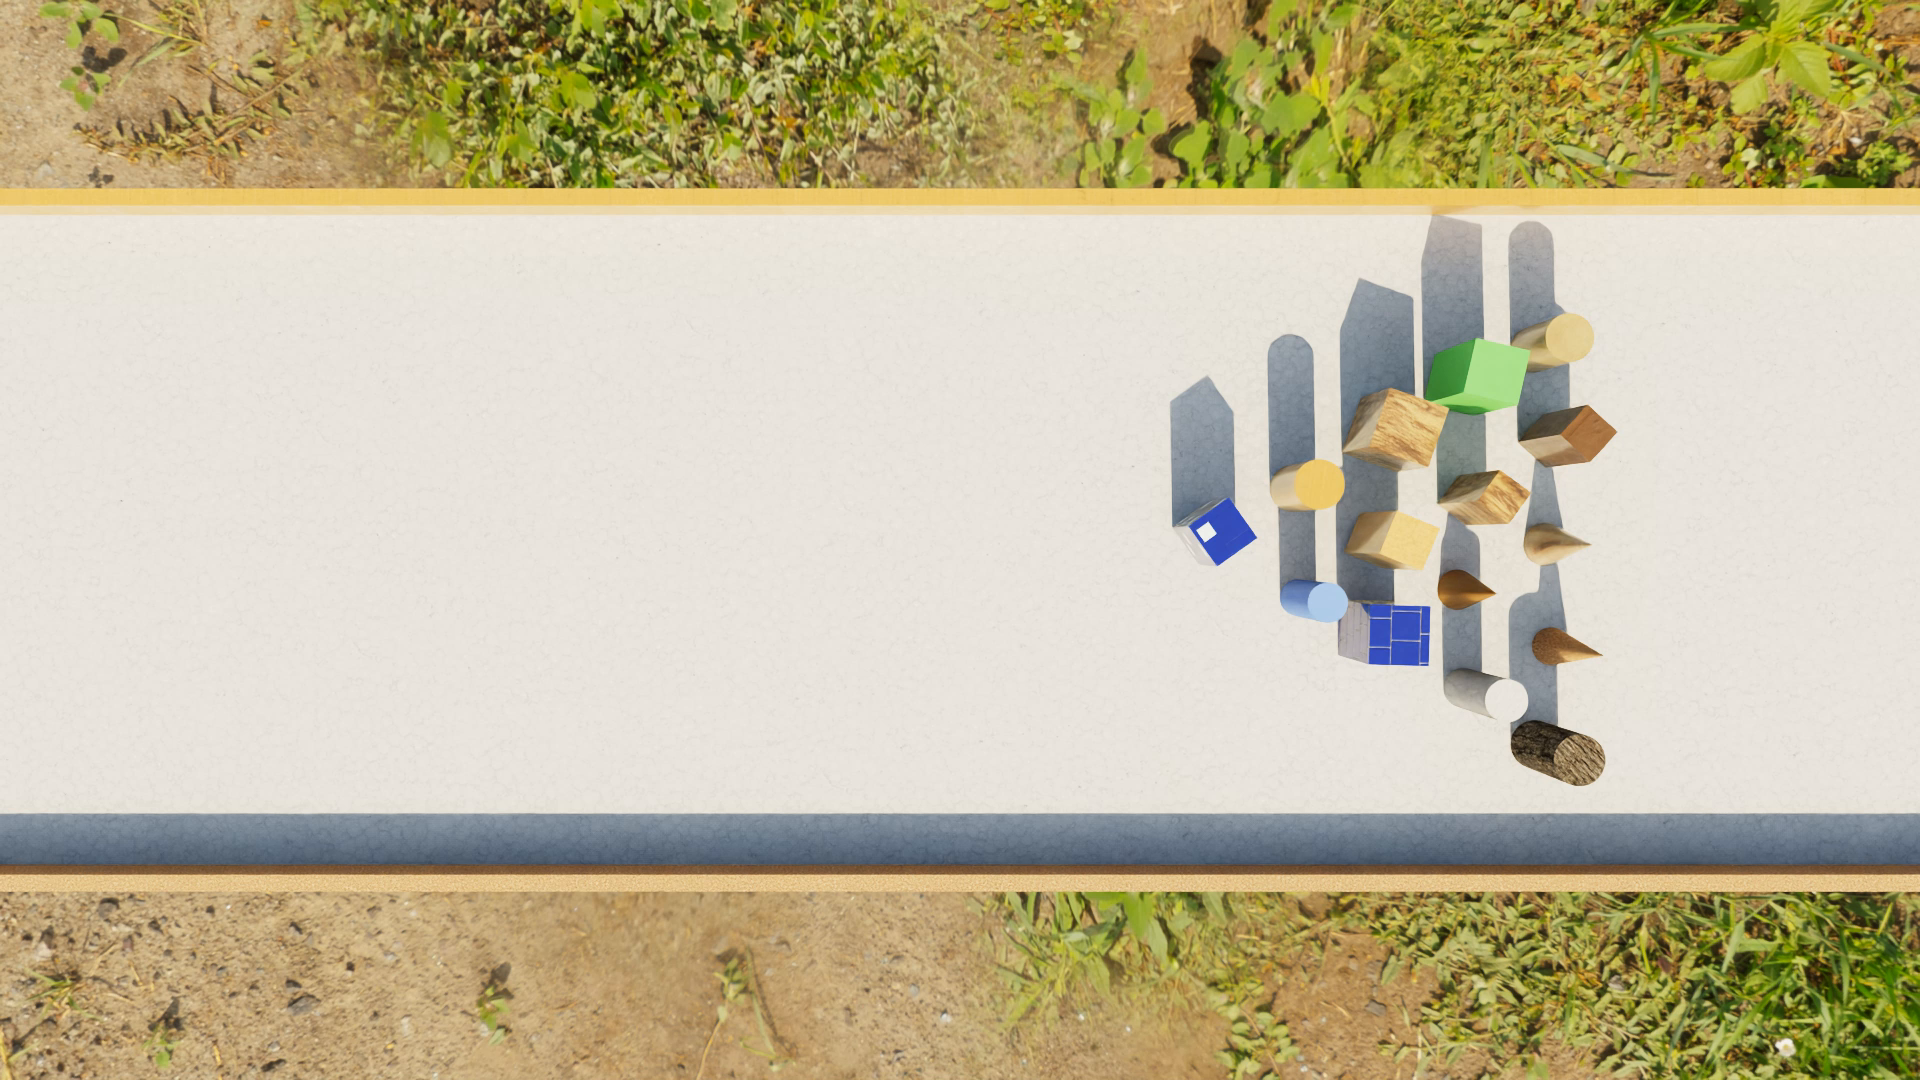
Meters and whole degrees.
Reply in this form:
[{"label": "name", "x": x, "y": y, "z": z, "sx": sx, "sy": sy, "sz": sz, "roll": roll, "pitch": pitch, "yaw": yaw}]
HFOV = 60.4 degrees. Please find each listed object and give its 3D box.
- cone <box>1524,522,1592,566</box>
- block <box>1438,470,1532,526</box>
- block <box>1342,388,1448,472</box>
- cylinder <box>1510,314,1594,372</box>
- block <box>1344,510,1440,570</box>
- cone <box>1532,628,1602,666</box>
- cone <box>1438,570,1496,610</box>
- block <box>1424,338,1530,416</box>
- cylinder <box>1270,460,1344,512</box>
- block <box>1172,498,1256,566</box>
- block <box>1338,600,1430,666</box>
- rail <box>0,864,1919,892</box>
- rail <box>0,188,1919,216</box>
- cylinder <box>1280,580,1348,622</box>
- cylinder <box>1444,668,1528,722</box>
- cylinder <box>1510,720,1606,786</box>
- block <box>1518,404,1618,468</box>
[{"label": "cone", "x": 1.800, "y": 0.014, "z": 4.885, "sx": 0.133, "sy": 0.383, "sz": 0.133, "roll": 0, "pitch": 90, "yaw": 0}, {"label": "block", "x": 1.546, "y": -0.122, "z": 4.879, "sx": 0.110, "sy": 0.394, "sz": 0.110, "roll": 36, "pitch": 90, "yaw": 0}, {"label": "block", "x": 1.289, "y": -0.323, "z": 4.903, "sx": 0.179, "sy": 0.347, "sz": 0.179, "roll": 19, "pitch": 90, "yaw": 0}, {"label": "cylinder", "x": 1.764, "y": -0.586, "z": 4.923, "sx": 0.141, "sy": 0.306, "sz": 0.141, "roll": 0, "pitch": 90, "yaw": 0}, {"label": "block", "x": 1.267, "y": 0.002, "z": 4.860, "sx": 0.130, "sy": 0.432, "sz": 0.130, "roll": 22, "pitch": 90, "yaw": 0}, {"label": "cone", "x": 1.819, "y": 0.327, "z": 4.866, "sx": 0.116, "sy": 0.420, "sz": 0.116, "roll": 0, "pitch": 90, "yaw": 0}, {"label": "cone", "x": 1.531, "y": 0.153, "z": 4.887, "sx": 0.124, "sy": 0.378, "sz": 0.124, "roll": 0, "pitch": 90, "yaw": 0}, {"label": "block", "x": 1.521, "y": -0.477, "z": 4.873, "sx": 0.158, "sy": 0.407, "sz": 0.158, "roll": 13, "pitch": 90, "yaw": 0}, {"label": "cylinder", "x": 1.025, "y": -0.158, "z": 4.887, "sx": 0.144, "sy": 0.378, "sz": 0.144, "roll": 0, "pitch": 90, "yaw": 0}, {"label": "block", "x": 0.752, "y": -0.023, "z": 4.895, "sx": 0.142, "sy": 0.363, "sz": 0.142, "roll": -35, "pitch": 90, "yaw": 0}, {"label": "block", "x": 1.251, "y": 0.271, "z": 4.884, "sx": 0.171, "sy": 0.385, "sz": 0.171, "roll": 2, "pitch": 90, "yaw": 0}, {"label": "rail", "x": -2.247, "y": 1.025, "z": 5.001, "sx": 12.000, "sy": 0.150, "sz": 0.050, "roll": 0, "pitch": 90, "yaw": 0}, {"label": "rail", "x": -2.247, "y": -1.025, "z": 5.002, "sx": 12.000, "sy": 0.150, "sz": 0.050, "roll": 0, "pitch": 90, "yaw": 0}, {"label": "cylinder", "x": 1.041, "y": 0.178, "z": 4.871, "sx": 0.114, "sy": 0.410, "sz": 0.114, "roll": 0, "pitch": 90, "yaw": 0}, {"label": "cylinder", "x": 1.548, "y": 0.455, "z": 4.873, "sx": 0.122, "sy": 0.407, "sz": 0.122, "roll": 0, "pitch": 90, "yaw": 0}, {"label": "cylinder", "x": 1.769, "y": 0.629, "z": 4.892, "sx": 0.149, "sy": 0.369, "sz": 0.149, "roll": 0, "pitch": 90, "yaw": 0}, {"label": "block", "x": 1.798, "y": -0.305, "z": 4.895, "sx": 0.117, "sy": 0.363, "sz": 0.117, "roll": 42, "pitch": 90, "yaw": 0}]
